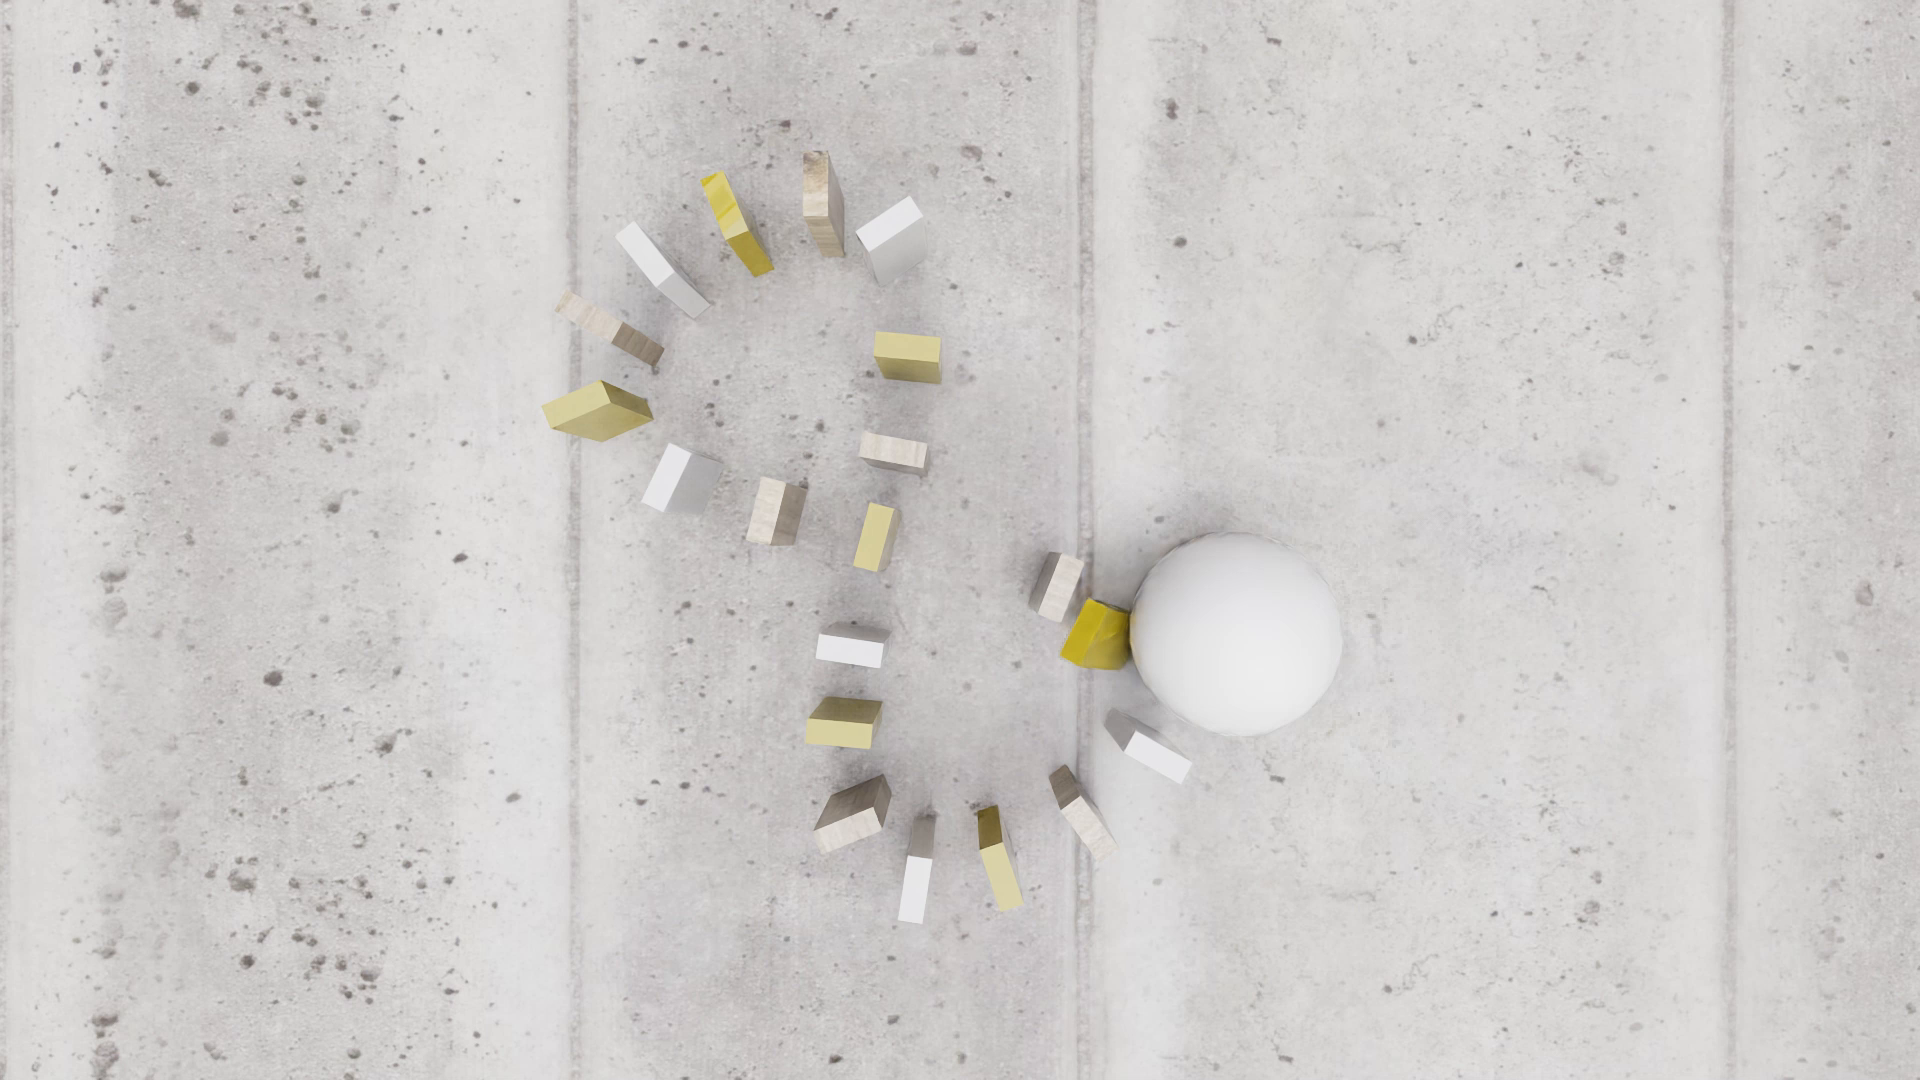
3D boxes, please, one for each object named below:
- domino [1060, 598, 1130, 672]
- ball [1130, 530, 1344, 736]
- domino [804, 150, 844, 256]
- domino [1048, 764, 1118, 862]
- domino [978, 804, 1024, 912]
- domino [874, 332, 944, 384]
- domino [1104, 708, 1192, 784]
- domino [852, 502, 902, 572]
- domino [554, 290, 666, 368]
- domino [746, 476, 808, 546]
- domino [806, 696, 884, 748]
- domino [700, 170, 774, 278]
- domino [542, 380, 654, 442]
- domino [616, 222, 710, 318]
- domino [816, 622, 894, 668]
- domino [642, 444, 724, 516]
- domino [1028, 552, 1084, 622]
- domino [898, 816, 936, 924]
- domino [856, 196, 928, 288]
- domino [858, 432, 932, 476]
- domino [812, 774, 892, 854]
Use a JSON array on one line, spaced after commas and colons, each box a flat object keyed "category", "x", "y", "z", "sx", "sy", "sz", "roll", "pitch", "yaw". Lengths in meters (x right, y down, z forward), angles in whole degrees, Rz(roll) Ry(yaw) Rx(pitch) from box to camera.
[{"category": "domino", "x": 0.059, "y": 0.039, "z": 0.375, "sx": 0.009, "sy": 0.050, "sz": 0.025, "roll": 28, "pitch": 95, "yaw": 29}, {"category": "ball", "x": 0.107, "y": 0.036, "z": 0.360, "sx": 0.080, "sy": 0.080, "sz": 0.080, "roll": 0, "pitch": 90, "yaw": 0}, {"category": "domino", "x": -0.055, "y": -0.136, "z": 0.375, "sx": 0.009, "sy": 0.050, "sz": 0.025, "roll": 0, "pitch": 90, "yaw": 0}, {"category": "domino", "x": 0.050, "y": 0.111, "z": 0.375, "sx": 0.009, "sy": 0.050, "sz": 0.025, "roll": -37, "pitch": 90, "yaw": 0}, {"category": "domino", "x": 0.016, "y": 0.129, "z": 0.375, "sx": 0.009, "sy": 0.050, "sz": 0.025, "roll": -19, "pitch": 90, "yaw": 0}, {"category": "domino", "x": -0.020, "y": -0.074, "z": 0.375, "sx": 0.025, "sy": 0.050, "sz": 0.009, "roll": 5, "pitch": 90, "yaw": 0}, {"category": "domino", "x": 0.076, "y": 0.083, "z": 0.375, "sx": 0.025, "sy": 0.050, "sz": 0.010, "roll": 29, "pitch": 90, "yaw": 0}, {"category": "domino", "x": -0.033, "y": -0.001, "z": 0.375, "sx": 0.010, "sy": 0.050, "sz": 0.025, "roll": 15, "pitch": 90, "yaw": 0}, {"category": "domino", "x": -0.142, "y": -0.085, "z": 0.375, "sx": 0.025, "sy": 0.050, "sz": 0.010, "roll": 29, "pitch": 90, "yaw": 0}, {"category": "domino", "x": -0.074, "y": -0.011, "z": 0.375, "sx": 0.009, "sy": 0.050, "sz": 0.025, "roll": 14, "pitch": 90, "yaw": 0}, {"category": "domino", "x": -0.046, "y": 0.074, "z": 0.375, "sx": 0.025, "sy": 0.050, "sz": 0.009, "roll": 5, "pitch": 90, "yaw": 0}, {"category": "domino", "x": -0.090, "y": -0.128, "z": 0.375, "sx": 0.010, "sy": 0.050, "sz": 0.025, "roll": -23, "pitch": 90, "yaw": 0}, {"category": "domino", "x": -0.147, "y": -0.052, "z": 0.375, "sx": 0.025, "sy": 0.050, "sz": 0.010, "roll": -24, "pitch": 90, "yaw": 0}, {"category": "domino", "x": -0.120, "y": -0.109, "z": 0.375, "sx": 0.010, "sy": 0.050, "sz": 0.025, "roll": -39, "pitch": 90, "yaw": 0}, {"category": "domino", "x": -0.042, "y": 0.042, "z": 0.375, "sx": 0.025, "sy": 0.050, "sz": 0.009, "roll": 8, "pitch": 90, "yaw": 0}, {"category": "domino", "x": -0.112, "y": -0.024, "z": 0.375, "sx": 0.010, "sy": 0.050, "sz": 0.025, "roll": 26, "pitch": 90, "yaw": 0}, {"category": "domino", "x": 0.039, "y": 0.018, "z": 0.375, "sx": 0.009, "sy": 0.050, "sz": 0.025, "roll": 22, "pitch": 90, "yaw": 0}, {"category": "domino", "x": -0.017, "y": 0.134, "z": 0.375, "sx": 0.010, "sy": 0.050, "sz": 0.025, "roll": 9, "pitch": 90, "yaw": 0}, {"category": "domino", "x": -0.027, "y": -0.121, "z": 0.375, "sx": 0.025, "sy": 0.050, "sz": 0.009, "roll": -34, "pitch": 90, "yaw": 0}, {"category": "domino", "x": -0.026, "y": -0.034, "z": 0.375, "sx": 0.025, "sy": 0.050, "sz": 0.009, "roll": 10, "pitch": 90, "yaw": 0}, {"category": "domino", "x": -0.043, "y": 0.111, "z": 0.375, "sx": 0.025, "sy": 0.050, "sz": 0.009, "roll": -22, "pitch": 90, "yaw": 0}]
